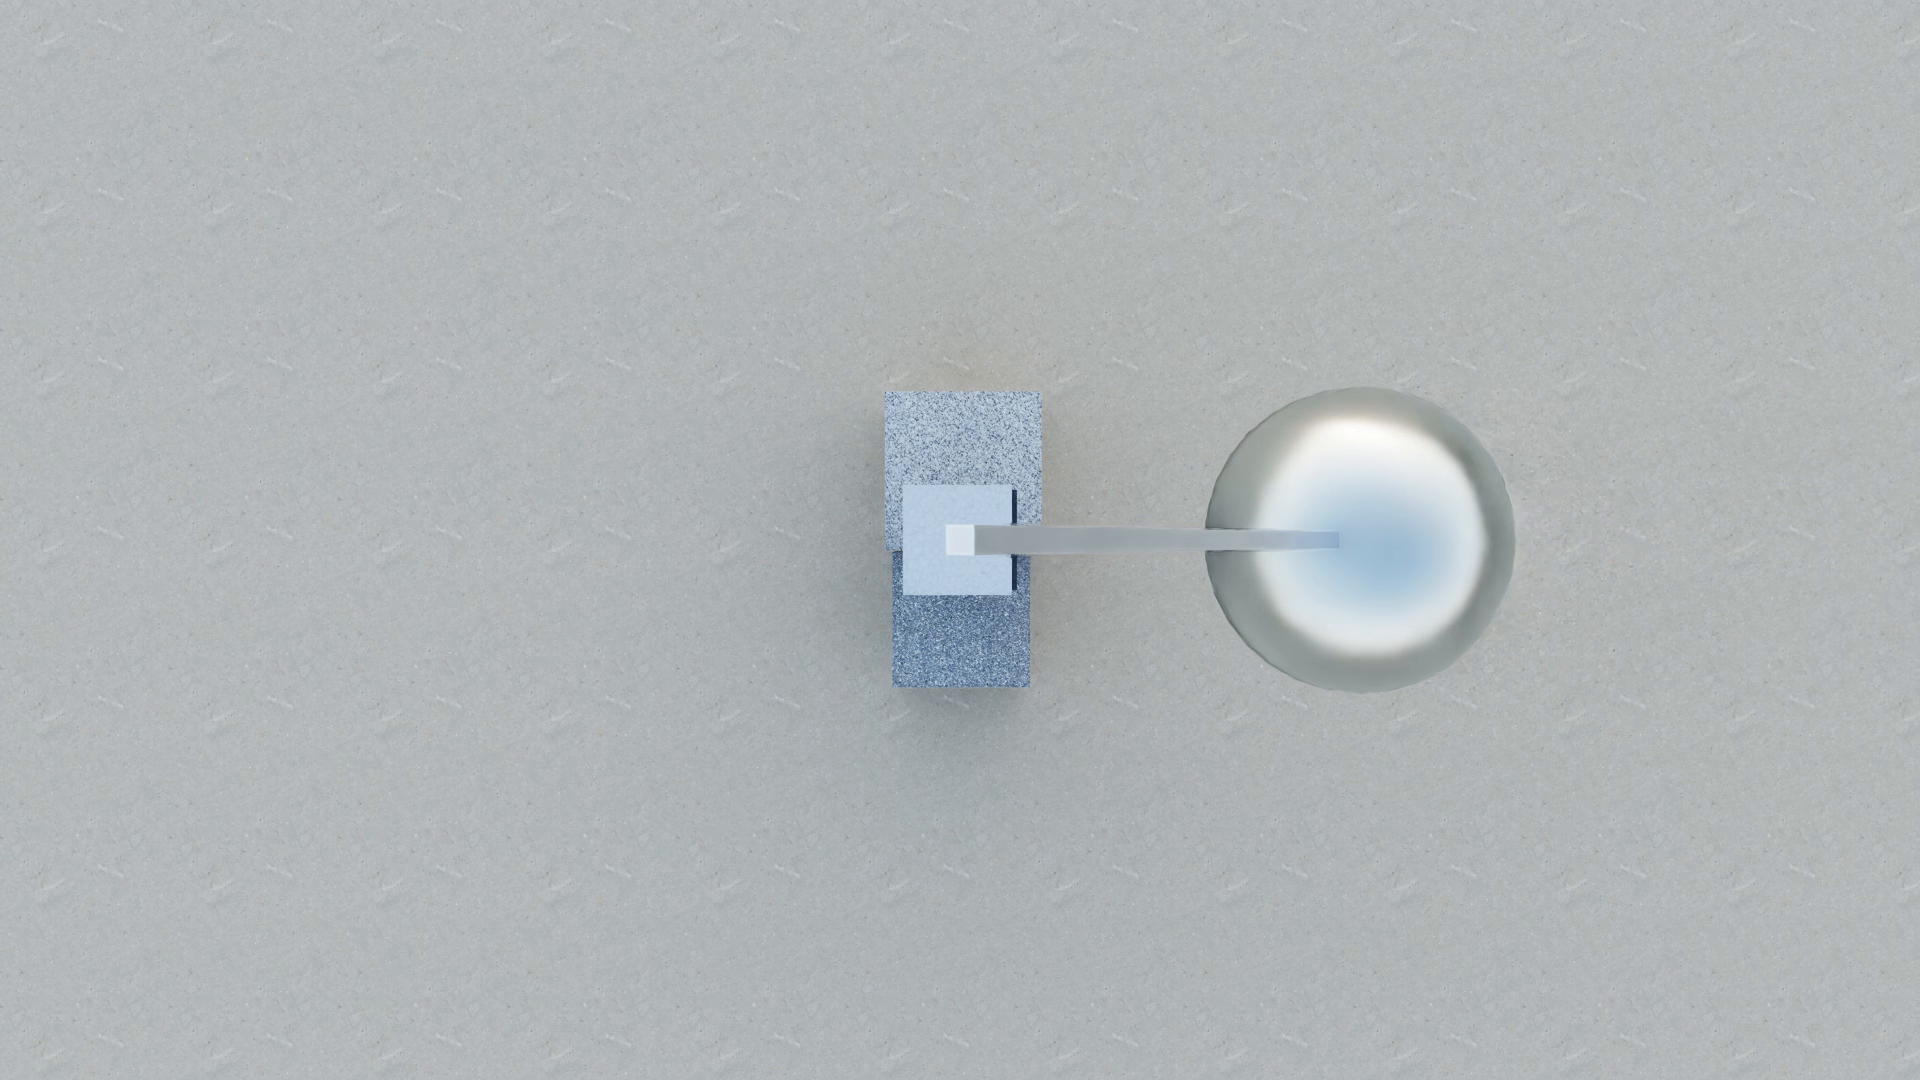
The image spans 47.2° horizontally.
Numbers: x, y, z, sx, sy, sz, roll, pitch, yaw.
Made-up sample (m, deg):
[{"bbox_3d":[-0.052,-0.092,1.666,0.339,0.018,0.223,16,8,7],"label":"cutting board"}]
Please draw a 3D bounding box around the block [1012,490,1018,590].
[{"bbox_3d":[0.017,0.000,11.834,0.565,0.608,0.524,0,90,0],"label":"block"}]

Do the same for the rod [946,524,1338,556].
[{"bbox_3d":[0.899,0.000,8.260,0.080,5.200,0.080,0,90,20],"label":"rod"}]

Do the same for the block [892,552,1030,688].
[{"bbox_3d":[0.007,0.444,12.634,0.768,0.731,0.754,0,90,0],"label":"block"}]

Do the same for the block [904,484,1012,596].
[{"bbox_3d":[-0.013,0.000,11.282,0.546,0.496,0.553,0,90,0],"label":"block"}]

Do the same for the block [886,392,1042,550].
[{"bbox_3d":[0.019,-0.382,12.569,0.865,0.863,0.878,0,90,0],"label":"block"}]

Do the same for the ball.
[{"bbox_3d":[2.074,0.000,11.450,1.600,1.600,1.600,0,90,0],"label":"ball"}]
